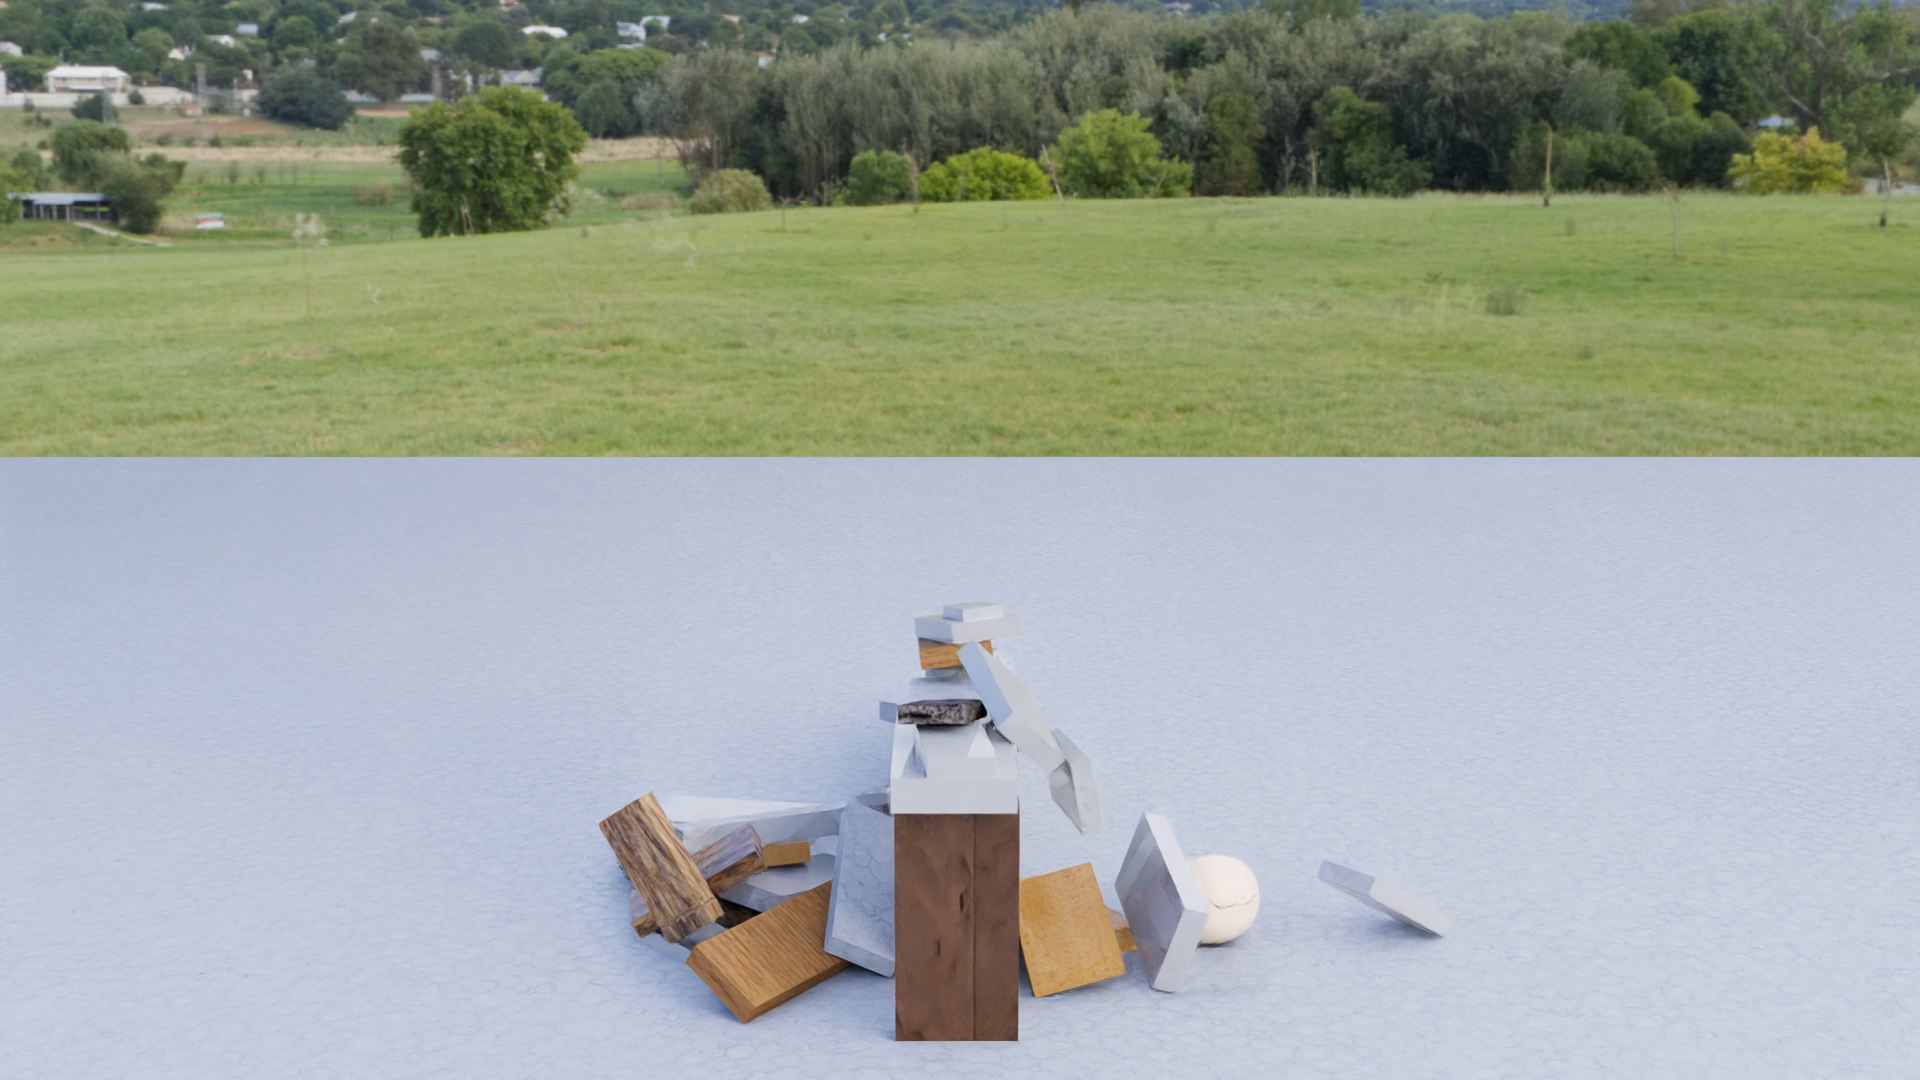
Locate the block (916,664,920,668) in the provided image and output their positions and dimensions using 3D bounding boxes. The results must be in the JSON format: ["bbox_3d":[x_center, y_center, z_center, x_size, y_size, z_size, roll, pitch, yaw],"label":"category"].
[{"bbox_3d":[-0.006,0.330,4.282,0.147,0.042,0.330,-1,22,-4],"label":"block"}]

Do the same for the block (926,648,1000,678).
[{"bbox_3d":[0.006,0.211,3.737,0.099,0.028,0.199,-5,2,9],"label":"block"}]

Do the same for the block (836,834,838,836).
[{"bbox_3d":[-0.141,0.530,3.939,0.068,0.019,0.178,-10,15,-44],"label":"block"}]

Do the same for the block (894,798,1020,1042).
[{"bbox_3d":[-0.004,0.528,3.060,0.171,0.343,0.049,0,12,0],"label":"block"}]

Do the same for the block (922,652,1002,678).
[{"bbox_3d":[0.005,0.248,3.820,0.143,0.040,0.285,0,11,0],"label":"block"}]

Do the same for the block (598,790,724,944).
[{"bbox_3d":[-0.456,0.500,3.351,0.108,0.216,0.031,-33,-3,37],"label":"block"}]

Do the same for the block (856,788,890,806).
[{"bbox_3d":[-0.123,0.430,3.693,0.068,0.019,0.136,-6,-3,13],"label":"block"}]

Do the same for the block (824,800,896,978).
[{"bbox_3d":[-0.142,0.540,3.441,0.111,0.031,0.354,24,26,-11],"label":"block"}]

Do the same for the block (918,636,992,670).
[{"bbox_3d":[-0.009,0.183,3.689,0.118,0.033,0.236,-6,2,-1],"label":"block"}]

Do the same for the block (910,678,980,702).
[{"bbox_3d":[0.000,0.278,3.480,0.159,0.045,0.319,0,11,-1],"label":"block"}]

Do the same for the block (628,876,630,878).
[{"bbox_3d":[-0.503,0.531,3.755,0.128,0.036,0.256,-4,1,-9],"label":"block"}]

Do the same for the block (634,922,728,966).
[{"bbox_3d":[-0.417,0.622,3.426,0.095,0.027,0.189,-8,13,-38],"label":"block"}]

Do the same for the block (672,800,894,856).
[{"bbox_3d":[-0.303,0.476,3.656,0.401,0.042,0.147,-4,-3,-30],"label":"block"}]

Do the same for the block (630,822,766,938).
[{"bbox_3d":[-0.414,0.533,3.452,0.222,0.031,0.111,-30,19,0],"label":"block"}]

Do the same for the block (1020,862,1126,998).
[{"bbox_3d":[0.159,0.590,3.349,0.138,0.039,0.275,-15,21,-1],"label":"block"}]

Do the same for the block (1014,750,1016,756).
[{"bbox_3d":[-0.003,0.487,3.283,0.171,0.343,0.049,0,12,0],"label":"block"}]

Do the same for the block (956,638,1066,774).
[{"bbox_3d":[0.074,0.243,3.242,0.118,0.033,0.236,43,8,-27],"label":"block"}]

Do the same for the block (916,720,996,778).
[{"bbox_3d":[-0.007,0.290,3.060,0.094,0.027,0.189,-1,11,-6],"label":"block"}]

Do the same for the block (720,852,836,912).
[{"bbox_3d":[-0.251,0.552,3.527,0.128,0.036,0.256,12,8,36],"label":"block"}]

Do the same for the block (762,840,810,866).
[{"bbox_3d":[-0.321,0.514,3.628,0.111,0.031,0.222,-5,-3,-14],"label":"block"}]

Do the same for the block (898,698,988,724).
[{"bbox_3d":[-0.023,0.247,3.171,0.095,0.027,0.189,-2,-2,11],"label":"block"}]

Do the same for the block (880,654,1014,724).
[{"bbox_3d":[-0.024,0.286,4.278,0.147,0.042,0.293,11,24,23],"label":"block"}]

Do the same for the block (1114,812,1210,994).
[{"bbox_3d":[0.305,0.548,3.358,0.039,0.138,0.301,15,18,-13],"label":"block"}]

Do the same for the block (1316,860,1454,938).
[{"bbox_3d":[0.666,0.562,3.446,0.216,0.031,0.108,31,-11,-37],"label":"block"}]

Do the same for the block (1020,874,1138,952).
[{"bbox_3d":[0.149,0.602,3.499,0.138,0.039,0.275,-7,13,-33],"label":"block"}]

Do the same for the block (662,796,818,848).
[{"bbox_3d":[-0.399,0.511,3.978,0.294,0.042,0.147,2,11,11],"label":"block"}]

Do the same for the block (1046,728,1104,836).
[{"bbox_3d":[0.167,0.364,3.343,0.031,0.108,0.375,-10,3,-4],"label":"block"}]

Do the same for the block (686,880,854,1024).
[{"bbox_3d":[-0.209,0.597,3.353,0.128,0.036,0.501,42,28,20],"label":"block"}]

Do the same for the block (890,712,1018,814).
[{"bbox_3d":[-0.009,0.314,3.134,0.171,0.049,0.343,0,11,0],"label":"block"}]

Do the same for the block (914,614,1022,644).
[{"bbox_3d":[0.011,0.146,3.726,0.118,0.033,0.236,-6,3,-16],"label":"block"}]

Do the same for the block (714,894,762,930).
[{"bbox_3d":[-0.332,0.587,3.573,0.147,0.042,0.294,-6,12,-28],"label":"block"}]

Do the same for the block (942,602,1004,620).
[{"bbox_3d":[0.021,0.119,3.705,0.068,0.019,0.136,-6,3,-15],"label":"block"}]
